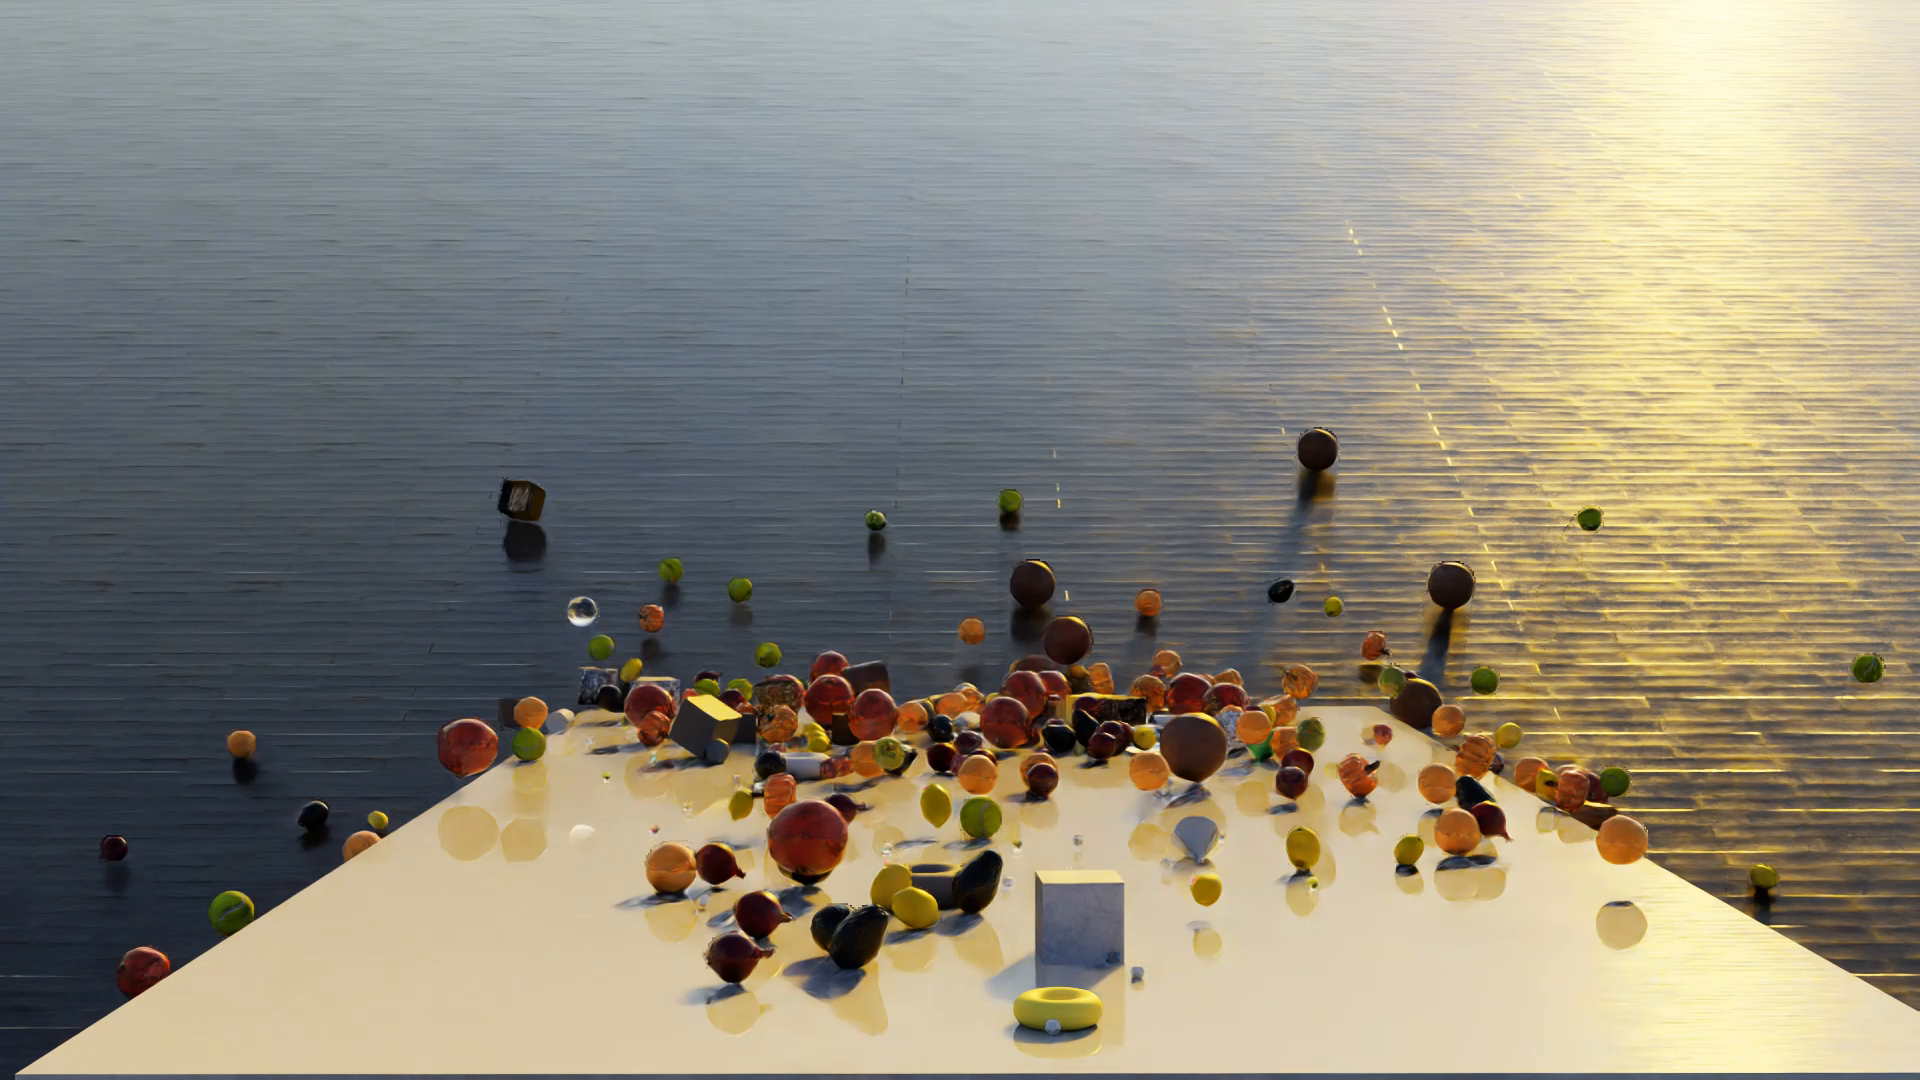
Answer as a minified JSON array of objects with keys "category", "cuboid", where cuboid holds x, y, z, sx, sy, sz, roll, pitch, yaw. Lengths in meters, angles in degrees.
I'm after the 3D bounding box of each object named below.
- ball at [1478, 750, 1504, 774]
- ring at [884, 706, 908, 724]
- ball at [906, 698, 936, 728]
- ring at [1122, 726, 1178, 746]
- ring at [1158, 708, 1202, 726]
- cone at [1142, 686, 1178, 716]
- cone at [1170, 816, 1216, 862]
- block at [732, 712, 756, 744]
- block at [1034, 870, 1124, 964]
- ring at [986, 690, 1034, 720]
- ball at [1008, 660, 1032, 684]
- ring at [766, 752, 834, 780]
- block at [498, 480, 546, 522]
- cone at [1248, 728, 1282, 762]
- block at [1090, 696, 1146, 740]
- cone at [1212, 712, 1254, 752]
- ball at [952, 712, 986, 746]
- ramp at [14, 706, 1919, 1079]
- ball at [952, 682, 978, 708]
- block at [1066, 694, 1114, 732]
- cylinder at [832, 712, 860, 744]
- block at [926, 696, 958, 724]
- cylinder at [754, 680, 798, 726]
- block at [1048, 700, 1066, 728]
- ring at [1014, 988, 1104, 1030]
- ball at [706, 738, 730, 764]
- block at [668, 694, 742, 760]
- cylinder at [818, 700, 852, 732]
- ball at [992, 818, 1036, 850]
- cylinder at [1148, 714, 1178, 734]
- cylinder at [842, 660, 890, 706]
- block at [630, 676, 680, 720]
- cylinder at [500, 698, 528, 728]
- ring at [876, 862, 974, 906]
[{"category":"ball","cuboid":[1.323,0.556,6.421,0.066,0.066,0.066,0,26,0]},{"category":"ring","cuboid":[-0.125,0.417,6.159,0.109,0.036,0.109,-1,2,0]},{"category":"ball","cuboid":[-0.093,0.404,6.007,0.070,0.070,0.070,0,26,0]},{"category":"ring","cuboid":[0.415,0.428,5.635,0.123,0.041,0.123,0,0,0]},{"category":"ring","cuboid":[0.518,0.418,6.092,0.112,0.037,0.112,-1,1,0]},{"category":"cone","cuboid":[0.478,0.410,6.291,0.094,0.094,0.094,7,9,14]},{"category":"cone","cuboid":[0.365,0.476,3.967,0.075,0.075,0.075,-3,39,-6]},{"category":"block","cuboid":[-0.497,0.416,5.721,0.062,0.062,0.062,-1,2,-34]},{"category":"block","cuboid":[0.147,0.464,3.179,0.099,0.099,0.099,0,2,-4]},{"category":"ring","cuboid":[0.118,0.395,6.170,0.121,0.121,0.040,-9,65,-18]},{"category":"ball","cuboid":[0.161,0.351,6.851,0.064,0.064,0.064,0,26,0]},{"category":"ring","cuboid":[-0.314,0.443,5.049,0.134,0.045,0.134,-1,3,0]},{"category":"block","cuboid":[-1.316,-0.119,7.743,0.094,0.094,0.094,5,-16,21]},{"category":"cone","cuboid":[0.625,0.440,5.342,0.072,0.072,0.072,6,30,13]},{"category":"block","cuboid":[0.356,0.399,5.807,0.089,0.089,0.089,-2,2,-44]},{"category":"cone","cuboid":[0.572,0.431,5.494,0.096,0.096,0.096,9,22,19]},{"category":"ball","cuboid":[0.018,0.412,5.638,0.074,0.074,0.074,0,26,0]},{"category":"ramp","cuboid":[0.058,0.527,4.564,2.000,0.100,4.000,0,2,0]},{"category":"ball","cuboid":[0.014,0.393,6.510,0.065,0.065,0.065,0,26,0]},{"category":"block","cuboid":[0.304,0.399,5.959,0.081,0.081,0.081,1,2,43]},{"category":"cylinder","cuboid":[-0.250,0.416,5.689,0.063,0.063,0.063,0,2,0]},{"category":"block","cuboid":[-0.042,0.404,6.133,0.063,0.063,0.063,0,2,14]},{"category":"cylinder","cuboid":[-0.414,0.367,5.801,0.090,0.090,0.090,-7,-11,-1]},{"category":"block","cuboid":[0.246,0.408,6.069,0.058,0.058,0.058,0,2,-16]},{"category":"ring","cuboid":[0.106,0.508,2.795,0.098,0.033,0.098,0,3,0]},{"category":"ball","cuboid":[-0.498,0.433,5.295,0.050,0.050,0.050,0,26,0]},{"category":"block","cuboid":[-0.533,0.392,5.404,0.094,0.094,0.094,31,15,24]},{"category":"cylinder","cuboid":[-0.288,0.404,5.936,0.074,0.074,0.074,0,26,2]},{"category":"ball","cuboid":[0.085,0.479,4.102,0.072,0.072,0.072,0,26,0]},{"category":"cylinder","cuboid":[0.453,0.416,5.750,0.053,0.053,0.053,0,25,-17]},{"category":"cylinder","cuboid":[-0.230,0.350,6.329,0.095,0.095,0.095,-12,28,-13]},{"category":"block","cuboid":[-0.743,0.385,6.284,0.094,0.094,0.094,-1,2,-27]},{"category":"cylinder","cuboid":[-1.031,0.400,5.958,0.062,0.062,0.062,-8,-7,-1]},{"category":"ring","cuboid":[-0.049,0.480,3.596,0.139,0.046,0.139,0,3,0]}]
